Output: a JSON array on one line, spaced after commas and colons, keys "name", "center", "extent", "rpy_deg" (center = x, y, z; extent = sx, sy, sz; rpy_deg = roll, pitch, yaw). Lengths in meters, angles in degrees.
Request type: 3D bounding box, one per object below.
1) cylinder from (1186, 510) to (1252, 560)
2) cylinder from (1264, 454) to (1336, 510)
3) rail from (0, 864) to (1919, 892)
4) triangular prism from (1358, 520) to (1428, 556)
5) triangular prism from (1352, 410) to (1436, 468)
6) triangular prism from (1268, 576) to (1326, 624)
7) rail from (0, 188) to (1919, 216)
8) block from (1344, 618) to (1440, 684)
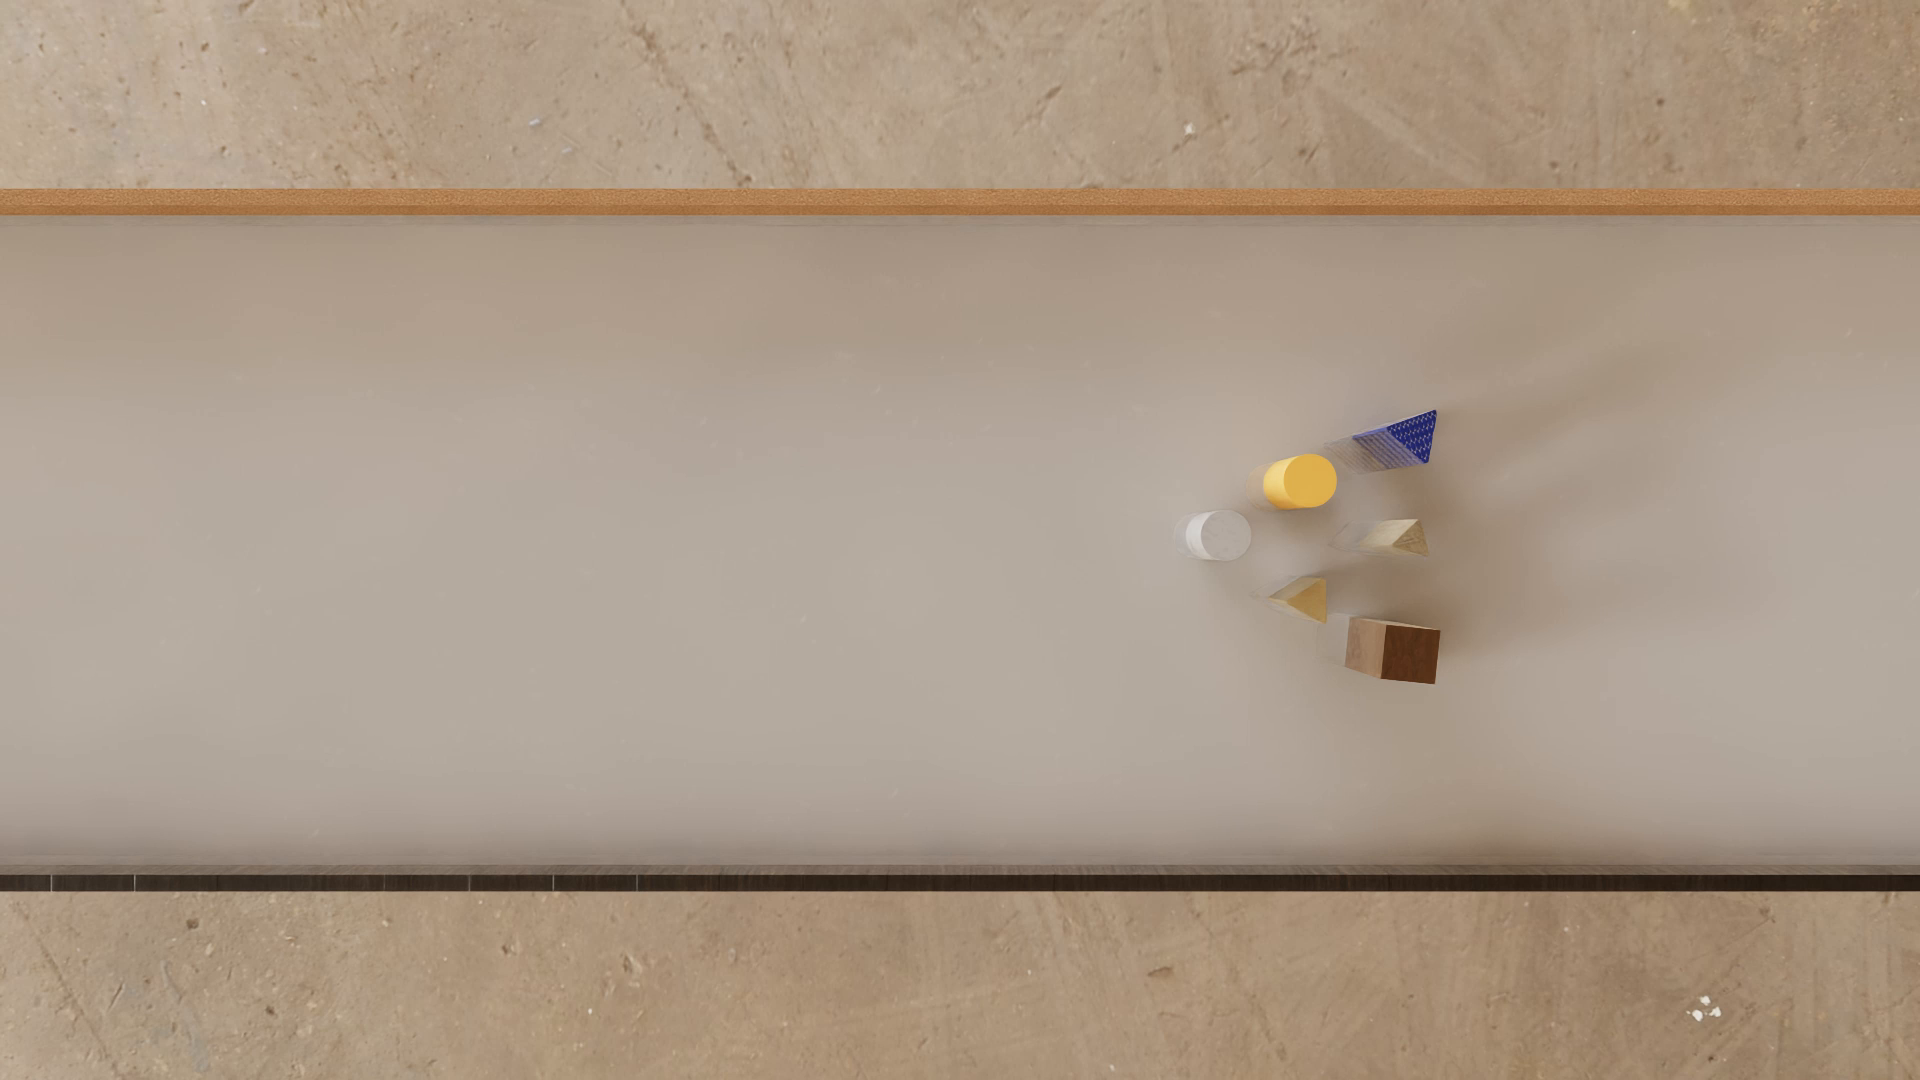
[{"name": "cylinder", "center": [0.769, -0.013, 4.921], "extent": [0.148, 0.311, 0.148], "rpy_deg": [0, 90, 0]}, {"name": "cylinder", "center": [1.011, -0.172, 4.919], "extent": [0.155, 0.316, 0.155], "rpy_deg": [0, 90, 0]}, {"name": "rail", "center": [-2.247, 1.025, 5.001], "extent": [12.000, 0.150, 0.050], "rpy_deg": [0, 90, 0]}, {"name": "triangular prism", "center": [1.289, -0.014, 4.873], "extent": [0.108, 0.406, 0.093], "rpy_deg": [15, 90, 0]}, {"name": "triangular prism", "center": [1.307, -0.317, 4.874], "extent": [0.152, 0.406, 0.131], "rpy_deg": [40, 90, 0]}, {"name": "triangular prism", "center": [1.028, 0.162, 4.923], "extent": [0.128, 0.306, 0.111], "rpy_deg": [28, 90, 0]}, {"name": "rail", "center": [-2.247, -1.025, 5.002], "extent": [12.000, 0.150, 0.050], "rpy_deg": [0, 90, 0]}, {"name": "block", "center": [1.268, 0.322, 4.859], "extent": [0.153, 0.436, 0.153], "rpy_deg": [6, 90, 0]}]
